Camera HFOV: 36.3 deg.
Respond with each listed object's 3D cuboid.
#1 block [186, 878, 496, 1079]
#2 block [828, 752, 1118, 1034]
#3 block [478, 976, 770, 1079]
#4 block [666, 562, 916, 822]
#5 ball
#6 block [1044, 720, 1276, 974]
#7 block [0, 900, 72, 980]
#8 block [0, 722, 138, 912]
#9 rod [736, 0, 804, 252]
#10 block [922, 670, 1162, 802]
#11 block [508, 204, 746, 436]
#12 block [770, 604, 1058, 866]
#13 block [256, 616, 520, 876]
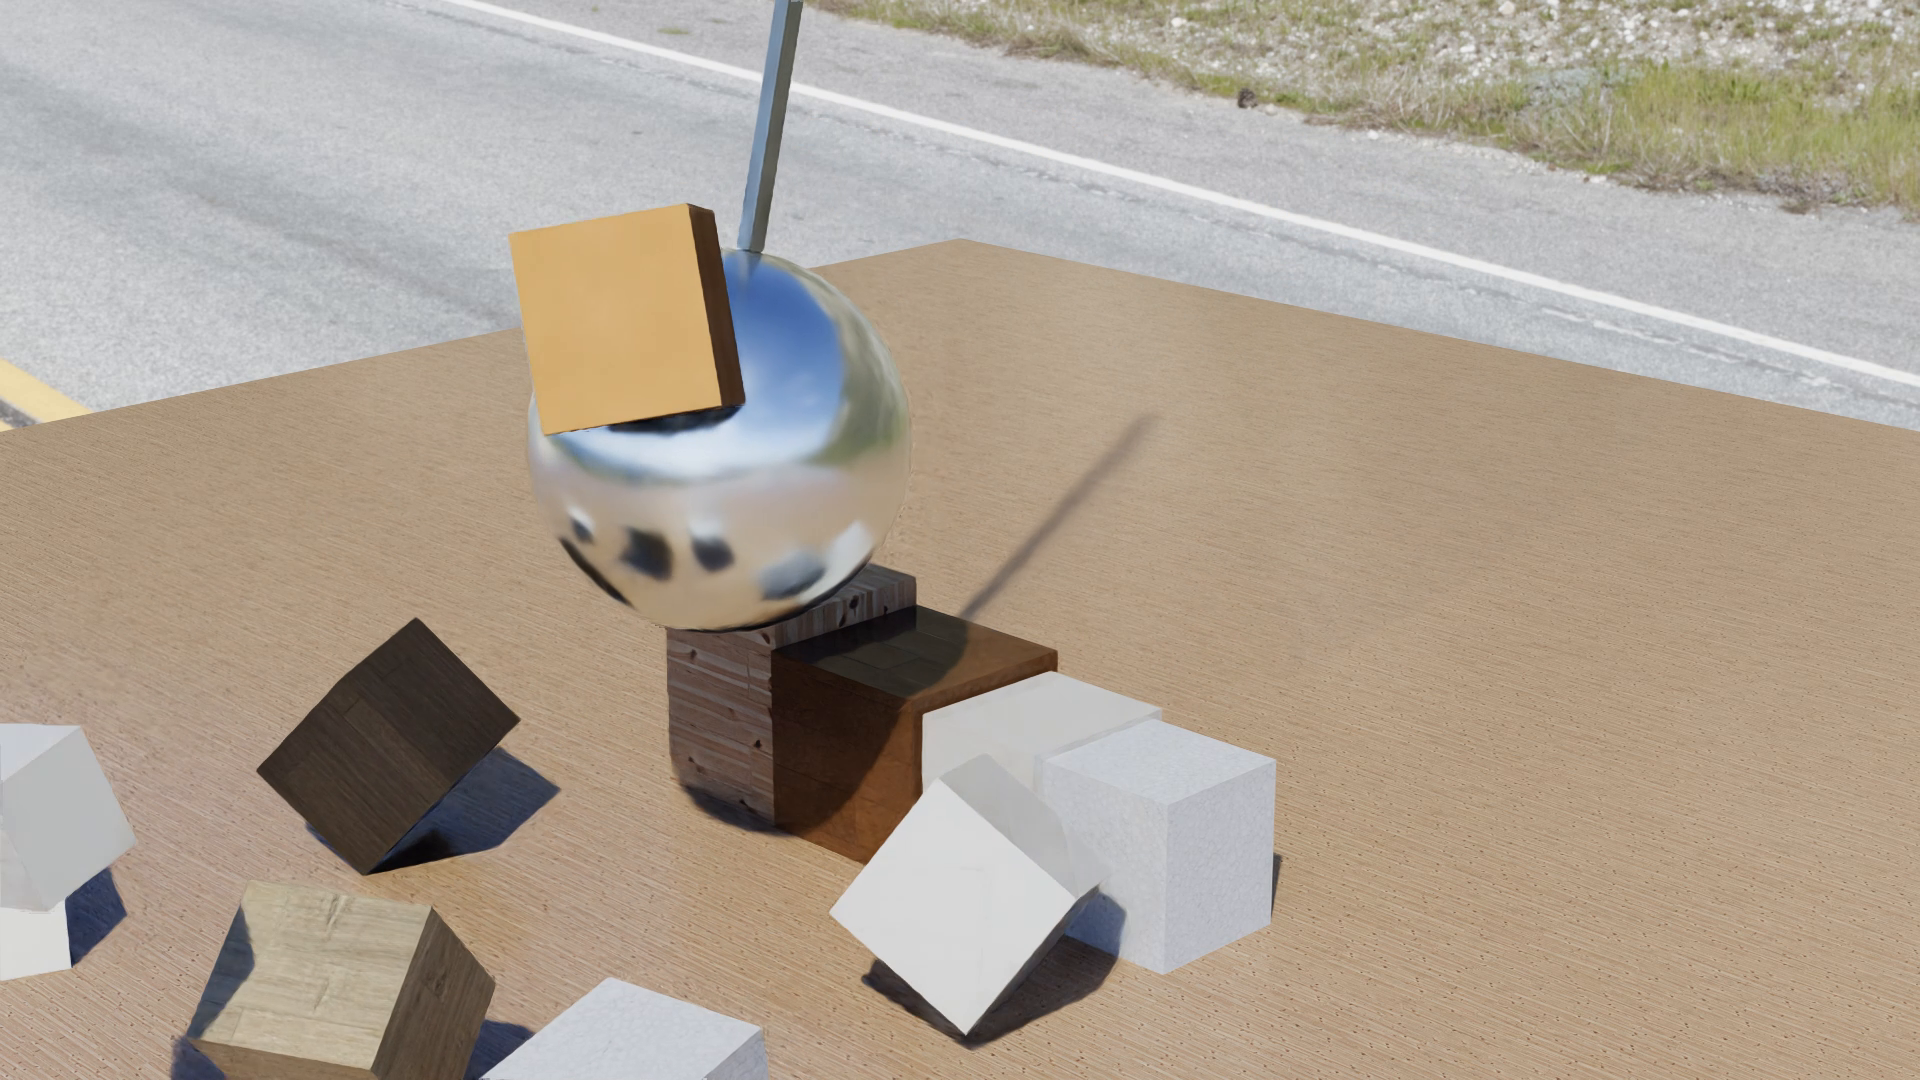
[{"bbox_3d":[-2.326,1.778,11.097,0.773,0.696,0.655,6,59,18],"label":"block"},{"bbox_3d":[0.064,1.421,11.915,0.731,0.723,0.718,40,13,10],"label":"block"},{"bbox_3d":[-1.154,2.104,10.277,0.704,0.707,0.745,12,31,33],"label":"block"},{"bbox_3d":[-0.826,0.684,14.451,0.920,1.030,0.812,-17,24,-42],"label":"block"},{"bbox_3d":[-0.997,-0.412,12.167,1.600,1.600,1.600,0,17,0],"label":"ball"},{"bbox_3d":[0.867,1.326,12.825,0.708,0.779,0.720,17,24,42],"label":"block"},{"bbox_3d":[-4.233,1.512,12.620,0.659,0.549,0.693,-7,19,-22],"label":"block"},{"bbox_3d":[-3.126,0.917,9.756,0.482,0.458,0.408,-1,29,38],"label":"block"},{"bbox_3d":[-0.432,-3.734,11.715,0.080,5.200,0.080,17,10,42],"label":"rod"},{"bbox_3d":[0.367,1.161,13.286,0.837,0.819,0.689,-16,24,-43],"label":"block"},{"bbox_3d":[-1.241,-0.827,11.040,0.673,0.747,0.641,-9,3,4],"label":"block"},{"bbox_3d":[-0.214,0.943,13.853,0.952,0.894,0.948,-17,24,-42],"label":"block"},{"bbox_3d":[-2.639,0.949,13.574,0.687,0.729,0.715,45,27,-3],"label":"block"}]
